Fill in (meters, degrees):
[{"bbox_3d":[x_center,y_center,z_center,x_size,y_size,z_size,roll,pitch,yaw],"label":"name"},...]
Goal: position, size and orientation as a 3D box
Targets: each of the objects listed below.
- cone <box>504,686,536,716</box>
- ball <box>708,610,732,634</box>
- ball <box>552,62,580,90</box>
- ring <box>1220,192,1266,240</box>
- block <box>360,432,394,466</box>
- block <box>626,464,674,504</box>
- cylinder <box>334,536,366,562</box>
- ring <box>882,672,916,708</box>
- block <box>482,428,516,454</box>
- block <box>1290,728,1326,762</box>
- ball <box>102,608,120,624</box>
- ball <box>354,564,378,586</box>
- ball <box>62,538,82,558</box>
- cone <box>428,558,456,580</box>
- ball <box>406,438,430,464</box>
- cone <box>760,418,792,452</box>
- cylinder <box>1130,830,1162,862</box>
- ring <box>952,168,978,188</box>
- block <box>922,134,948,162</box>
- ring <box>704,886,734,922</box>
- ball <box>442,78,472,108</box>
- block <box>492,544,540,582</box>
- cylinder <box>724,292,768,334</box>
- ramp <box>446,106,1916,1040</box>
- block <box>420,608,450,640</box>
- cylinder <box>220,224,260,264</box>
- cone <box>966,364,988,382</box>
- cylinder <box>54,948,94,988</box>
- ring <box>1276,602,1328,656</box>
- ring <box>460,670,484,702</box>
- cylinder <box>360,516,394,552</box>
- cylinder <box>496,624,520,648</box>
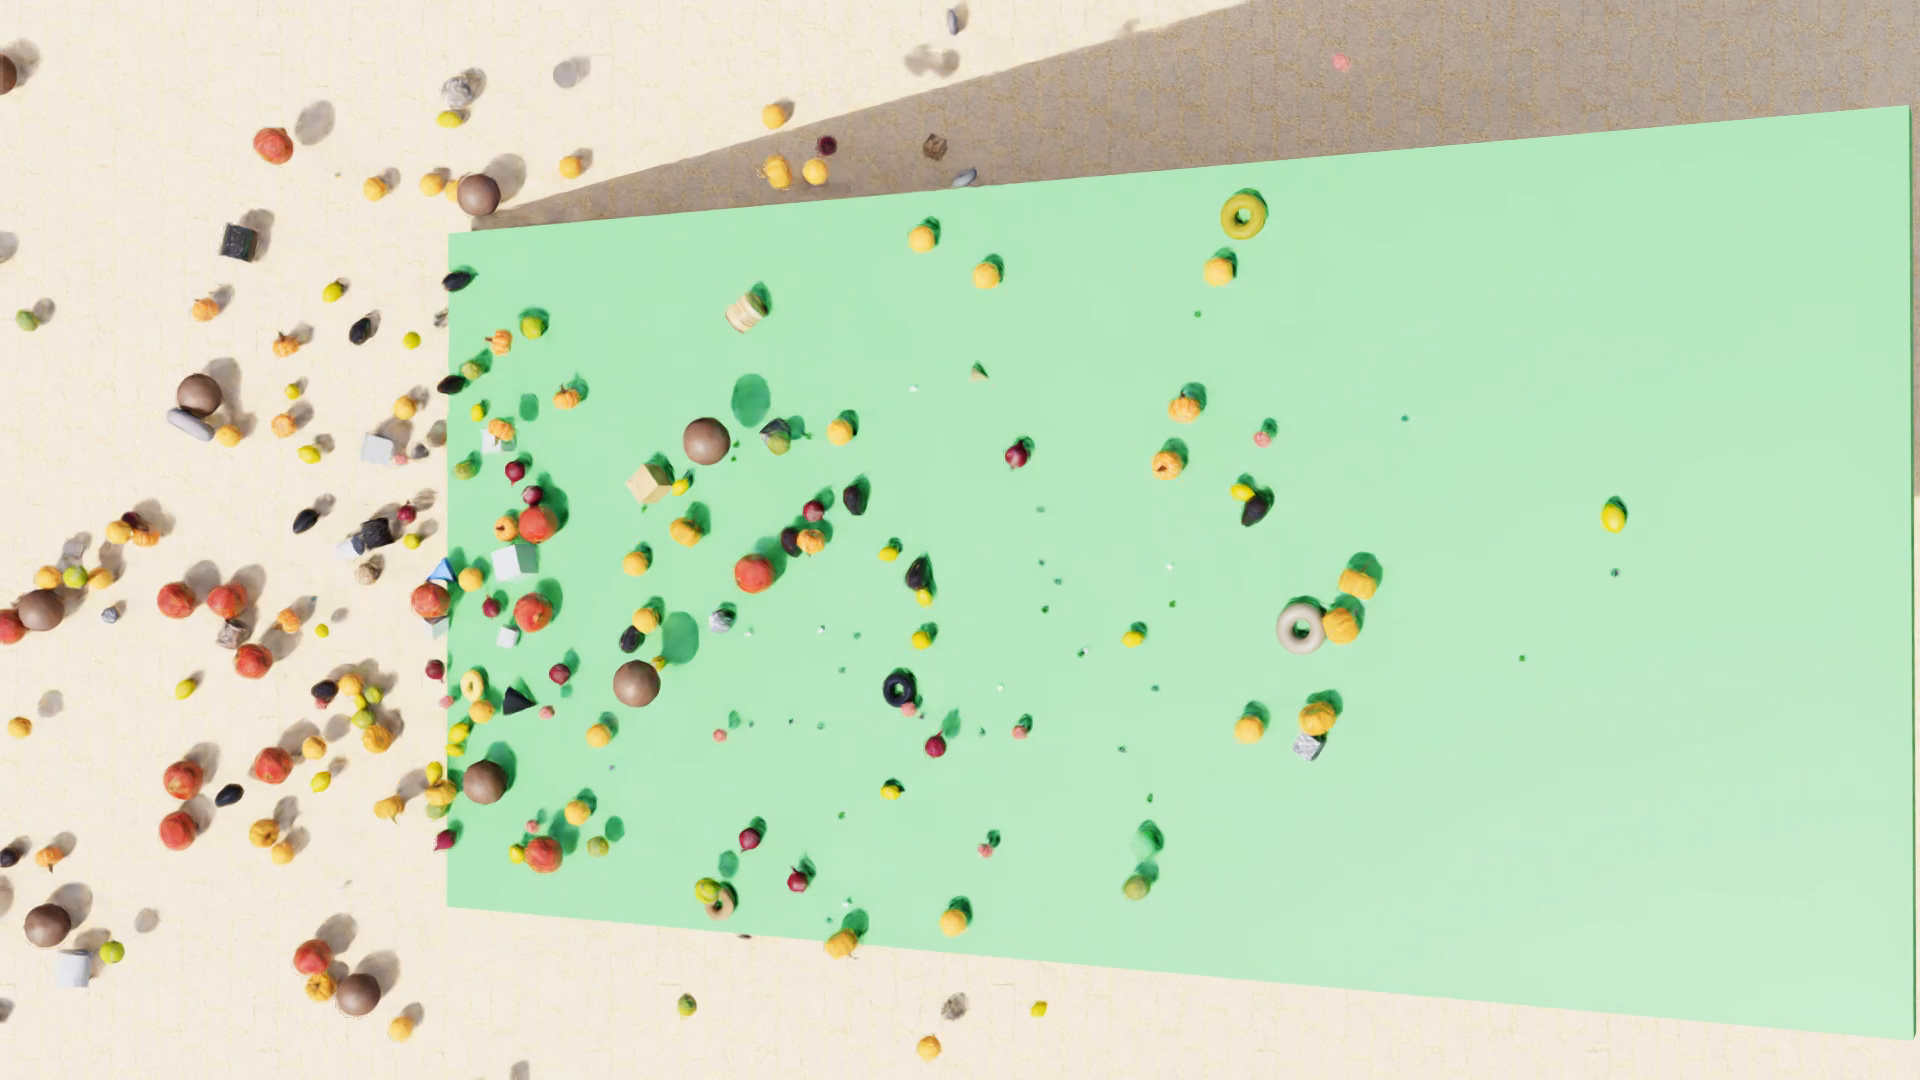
[{"bbox_3d":[-1.268,0.473,6.370,0.088,0.088,0.088,7,89,4],"label":"cone"},{"bbox_3d":[-0.660,0.226,6.049,0.067,0.067,0.067,0,89,0],"label":"ball"},{"bbox_3d":[-1.182,-1.394,6.597,0.081,0.081,0.081,0,89,0],"label":"ball"},{"bbox_3d":[0.692,-0.792,5.378,0.117,0.039,0.117,-1,88,27],"label":"ring"},{"bbox_3d":[-1.743,-0.272,6.572,0.077,0.077,0.077,14,95,-21],"label":"block"},{"bbox_3d":[-0.868,-0.156,6.153,0.079,0.079,0.079,-44,71,20],"label":"block"},{"bbox_3d":[-1.826,0.027,6.582,0.063,0.063,0.063,-19,89,18],"label":"cylinder"},{"bbox_3d":[-0.162,0.396,5.810,0.098,0.033,0.098,0,91,28],"label":"ring"},{"bbox_3d":[-1.344,-0.288,6.407,0.066,0.066,0.066,-5,87,27],"label":"block"},{"bbox_3d":[0.838,0.493,5.281,0.054,0.054,0.054,36,105,23],"label":"block"},{"bbox_3d":[-2.548,0.227,6.595,0.050,0.050,0.050,0,89,0],"label":"ball"},{"bbox_3d":[-1.780,0.104,6.588,0.067,0.067,0.067,0,89,0],"label":"ball"},{"bbox_3d":[-2.661,0.025,6.593,0.058,0.058,0.058,0,89,0],"label":"ball"},{"bbox_3d":[-1.536,0.102,6.473,0.077,0.077,0.077,-26,89,-1],"label":"cone"},{"bbox_3d":[-1.613,-0.265,6.544,0.073,0.073,0.073,0,89,0],"label":"ball"},{"bbox_3d":[-0.521,-0.287,5.968,0.092,0.092,0.092,0,89,27],"label":"cone"},{"bbox_3d":[0.462,0.762,5.466,0.057,0.057,0.057,-30,69,0],"label":"cylinder"},{"bbox_3d":[0.012,-0.951,5.769,0.075,0.075,0.025,-34,112,0],"label":"ring"},{"bbox_3d":[-0.072,-1.145,6.423,0.051,0.051,0.051,27,71,19],"label":"block"},{"bbox_3d":[-0.662,1.002,6.056,0.098,0.033,0.098,-4,82,33],"label":"ring"},{"bbox_3d":[-1.507,-1.339,6.591,0.092,0.092,0.092,0,89,0],"label":"ball"},{"bbox_3d":[-1.287,0.067,6.362,0.086,0.086,0.086,-17,82,26],"label":"block"},{"bbox_3d":[-0.584,-0.621,6.009,0.083,0.083,0.083,-36,89,22],"label":"cylinder"},{"bbox_3d":[0.278,0.079,5.660,4.000,0.100,2.000,0,89,27],"label":"ramp"},{"bbox_3d":[-1.553,0.246,6.501,0.057,0.057,0.057,33,49,27],"label":"block"},{"bbox_3d":[-2.157,-0.885,6.581,0.097,0.097,0.097,13,88,0],"label":"cylinder"},{"bbox_3d":[0.053,-0.423,5.713,0.052,0.052,0.052,23,89,19],"label":"cone"},{"bbox_3d":[-2.643,1.278,6.559,0.097,0.097,0.097,9,89,0],"label":"cylinder"},{"bbox_3d":[0.823,0.214,5.298,0.129,0.043,0.129,-1,87,27],"label":"ring"},{"bbox_3d":[-1.433,0.428,6.461,0.092,0.031,0.092,3,94,41],"label":"ring"},{"bbox_3d":[-1.744,-0.018,6.581,0.083,0.083,0.083,-17,89,0],"label":"cylinder"},{"bbox_3d":[-1.312,0.281,6.391,0.055,0.055,0.055,18,98,0],"label":"cylinder"}]
